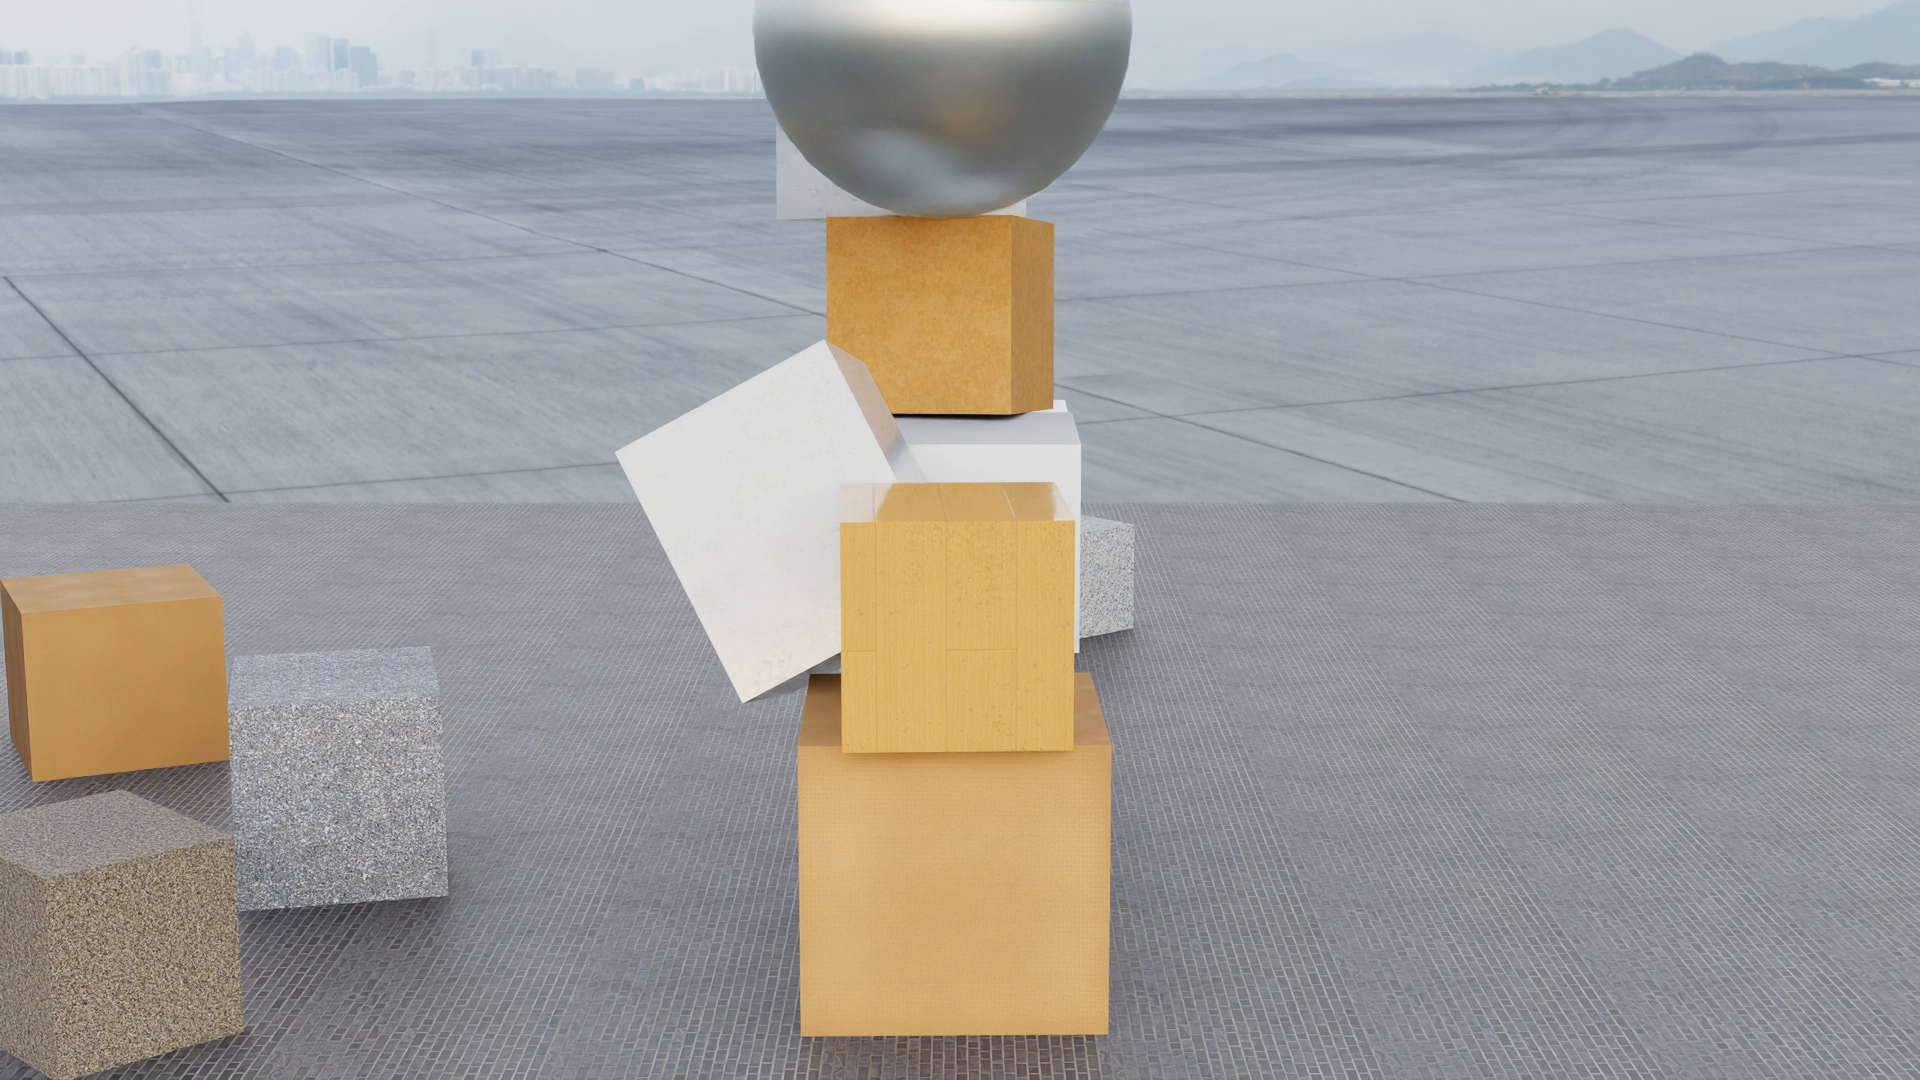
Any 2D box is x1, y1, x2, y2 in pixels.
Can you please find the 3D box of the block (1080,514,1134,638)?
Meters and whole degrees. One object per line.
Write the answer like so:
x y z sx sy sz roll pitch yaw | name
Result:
0.613 0.224 16.449 0.685 0.674 0.730 -9 14 -40 | block

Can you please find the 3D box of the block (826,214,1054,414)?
-0.080 -1.077 12.328 0.885 0.912 0.928 1 5 14 | block

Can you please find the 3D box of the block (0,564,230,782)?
-4.438 0.672 13.453 0.972 0.864 0.998 -5 11 -26 | block

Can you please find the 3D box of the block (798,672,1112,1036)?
-0.029 1.186 9.951 1.137 1.106 1.141 0 10 -1 | block

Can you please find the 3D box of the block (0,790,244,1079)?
-3.224 1.444 9.529 0.720 0.750 0.881 -10 14 -43 | block

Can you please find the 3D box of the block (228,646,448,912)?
-2.762 1.034 11.399 0.878 0.886 1.008 -3 11 -14 | block

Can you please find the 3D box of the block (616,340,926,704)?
-0.632 -0.061 10.594 0.949 1.120 1.033 -28 -4 5 | block

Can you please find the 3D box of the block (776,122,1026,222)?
-0.277 -1.975 12.296 0.852 0.882 0.850 4 6 37 | block

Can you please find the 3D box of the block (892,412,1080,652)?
-0.010 -0.056 11.724 1.075 0.924 1.081 0 10 0 | block

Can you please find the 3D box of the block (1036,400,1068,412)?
-0.001 -0.109 12.798 1.076 1.055 1.052 0 10 0 | block

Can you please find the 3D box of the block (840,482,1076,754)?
-0.027 0.269 9.560 0.831 0.839 0.875 0 10 -3 | block

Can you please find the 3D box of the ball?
-0.074 -2.156 10.788 1.600 1.600 1.600 0 10 0 | ball
